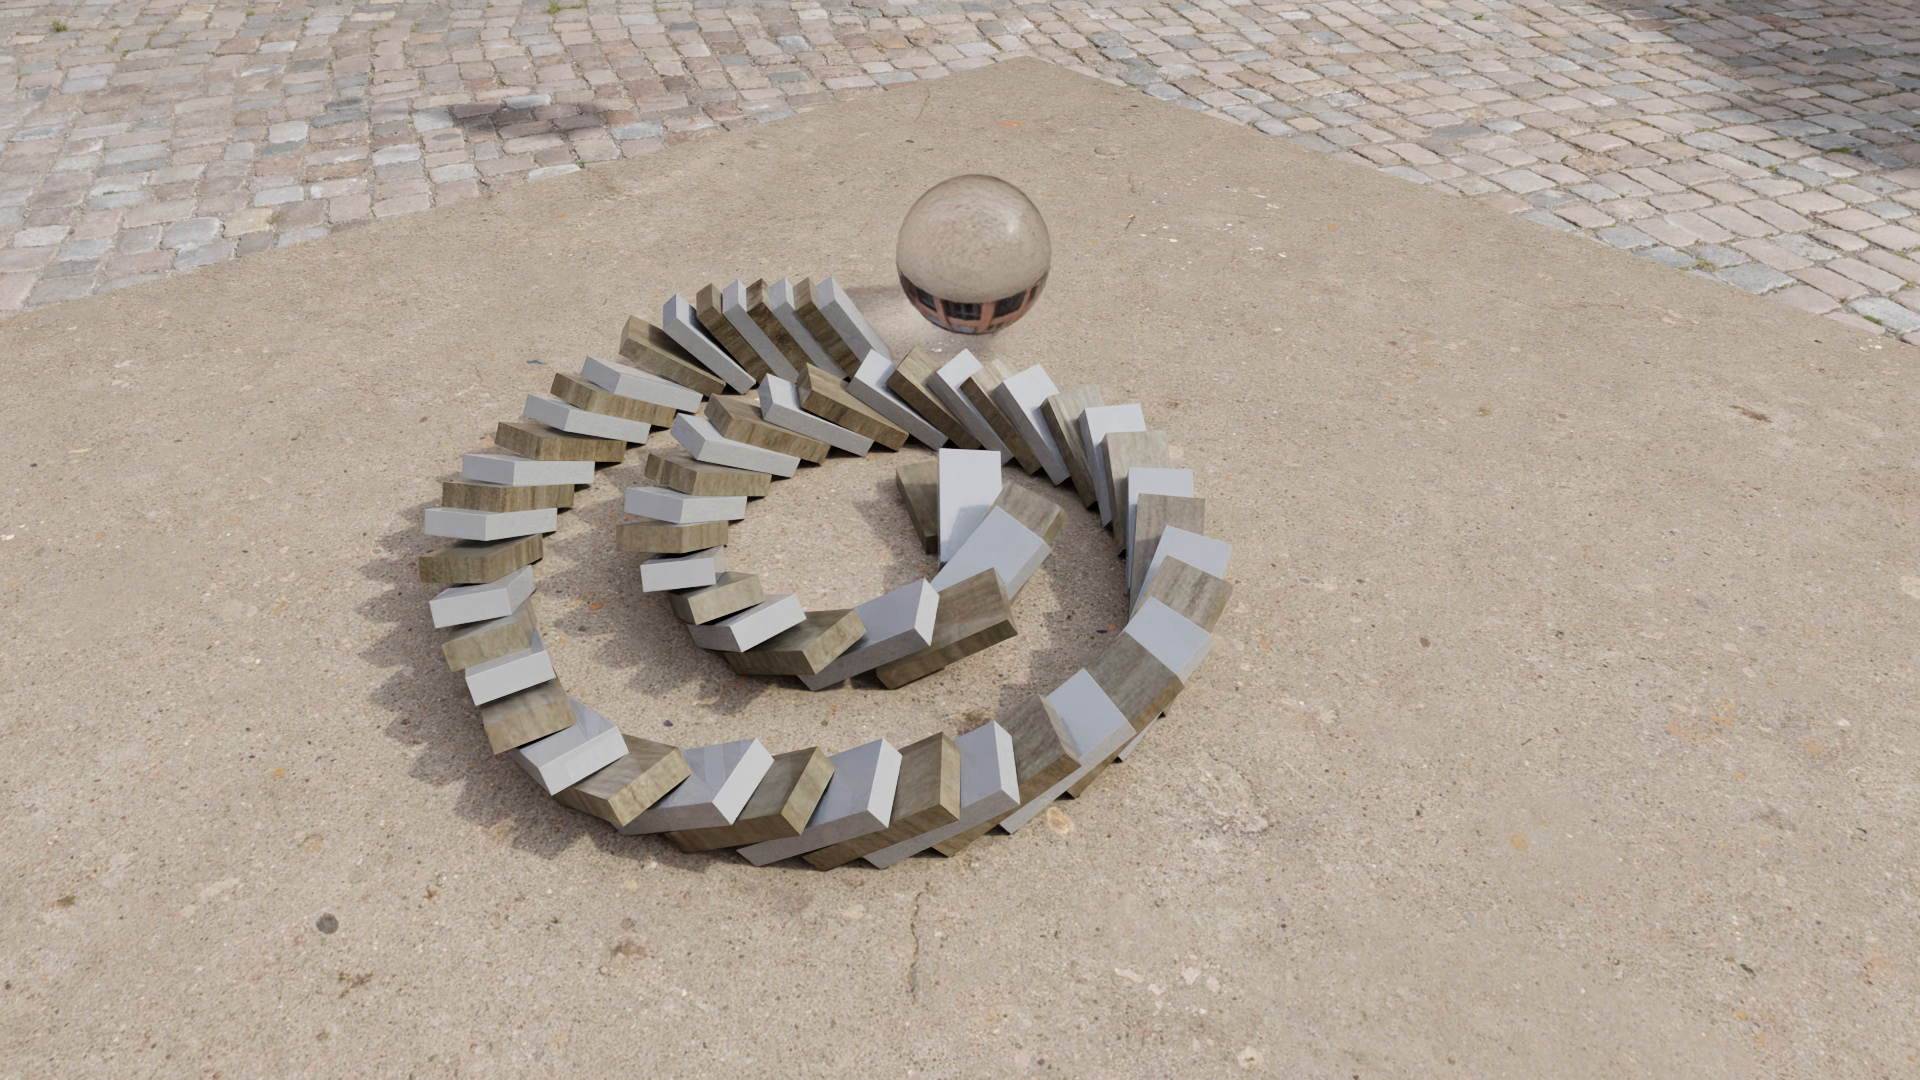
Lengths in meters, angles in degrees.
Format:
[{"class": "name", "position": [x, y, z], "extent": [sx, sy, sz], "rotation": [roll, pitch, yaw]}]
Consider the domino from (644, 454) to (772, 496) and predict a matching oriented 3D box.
[{"class": "domino", "position": [-0.104, -0.027, 0.456], "extent": [0.025, 0.010, 0.050], "rotation": [21, 10, 23]}]

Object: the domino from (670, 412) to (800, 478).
[{"class": "domino", "position": [-0.096, -0.040, 0.472], "extent": [0.050, 0.010, 0.025], "rotation": [9, 24, -48]}]

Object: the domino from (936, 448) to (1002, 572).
[{"class": "domino", "position": [0.004, -0.012, 0.440], "extent": [0.025, 0.010, 0.050], "rotation": [2, 65, -7]}]

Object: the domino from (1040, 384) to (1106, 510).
[{"class": "domino", "position": [0.056, -0.040, 0.472], "extent": [0.025, 0.010, 0.050], "rotation": [-18, 77, -21]}]

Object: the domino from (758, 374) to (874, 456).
[{"class": "domino", "position": [-0.064, -0.056, 0.491], "extent": [0.050, 0.010, 0.025], "rotation": [19, 30, -30]}]

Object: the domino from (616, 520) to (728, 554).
[{"class": "domino", "position": [-0.110, -0.002, 0.423], "extent": [0.025, 0.010, 0.050], "rotation": [2, 4, 7]}]

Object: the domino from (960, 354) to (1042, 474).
[{"class": "domino", "position": [0.025, -0.056, 0.489], "extent": [0.050, 0.009, 0.025], "rotation": [52, 50, 0]}]

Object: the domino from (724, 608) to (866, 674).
[{"class": "domino", "position": [-0.058, 0.035, 0.380], "extent": [0.050, 0.010, 0.025], "rotation": [-8, 25, 48]}]

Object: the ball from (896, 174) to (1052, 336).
[{"class": "ball", "position": [0.007, -0.146, 0.566], "extent": [0.080, 0.080, 0.080], "rotation": [0, 39, 0]}]

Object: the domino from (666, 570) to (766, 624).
[{"class": "domino", "position": [-0.089, 0.020, 0.397], "extent": [0.025, 0.009, 0.050], "rotation": [-19, 7, -22]}]

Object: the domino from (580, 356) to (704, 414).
[{"class": "domino", "position": [-0.147, -0.072, 0.509], "extent": [0.025, 0.010, 0.050], "rotation": [28, 10, 30]}]

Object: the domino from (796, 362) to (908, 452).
[{"class": "domino", "position": [-0.048, -0.060, 0.494], "extent": [0.050, 0.010, 0.025], "rotation": [23, 28, -29]}]

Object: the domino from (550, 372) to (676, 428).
[{"class": "domino", "position": [-0.156, -0.063, 0.498], "extent": [0.025, 0.009, 0.050], "rotation": [25, 9, 28]}]

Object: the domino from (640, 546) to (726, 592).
[{"class": "domino", "position": [-0.102, 0.010, 0.410], "extent": [0.025, 0.010, 0.050], "rotation": [-6, 6, -7]}]

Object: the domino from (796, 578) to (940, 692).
[{"class": "domino", "position": [-0.032, 0.033, 0.383], "extent": [0.050, 0.009, 0.025], "rotation": [-23, 33, 24]}]

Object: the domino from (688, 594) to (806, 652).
[{"class": "domino", "position": [-0.076, 0.029, 0.386], "extent": [0.025, 0.009, 0.050], "rotation": [-28, 11, -28]}]

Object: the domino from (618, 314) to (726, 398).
[{"class": "domino", "position": [-0.137, -0.088, 0.528], "extent": [0.050, 0.009, 0.025], "rotation": [25, 28, -27]}]

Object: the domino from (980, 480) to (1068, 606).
[{"class": "domino", "position": [0.016, 0.005, 0.416], "extent": [0.025, 0.009, 0.050], "rotation": [29, 81, 27]}]

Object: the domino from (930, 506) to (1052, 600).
[{"class": "domino", "position": [0.007, 0.014, 0.404], "extent": [0.025, 0.009, 0.050], "rotation": [38, 86, 31]}]

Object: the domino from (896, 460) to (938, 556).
[{"class": "domino", "position": [-0.009, -0.015, 0.462], "extent": [0.025, 0.009, 0.050], "rotation": [-11, 41, -13]}]

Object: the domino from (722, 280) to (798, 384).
[{"class": "domino", "position": [-0.096, -0.100, 0.536], "extent": [0.010, 0.050, 0.025], "rotation": [-30, 38, 13]}]

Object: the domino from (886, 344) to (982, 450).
[{"class": "domino", "position": [-0.008, -0.064, 0.498], "extent": [0.050, 0.010, 0.025], "rotation": [40, 41, -10]}]

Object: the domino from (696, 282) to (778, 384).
[{"class": "domino", "position": [-0.108, -0.099, 0.534], "extent": [0.010, 0.050, 0.025], "rotation": [-32, 39, 12]}]

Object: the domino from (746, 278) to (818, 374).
[{"class": "domino", "position": [-0.085, -0.101, 0.537], "extent": [0.009, 0.050, 0.025], "rotation": [-30, 38, 13]}]

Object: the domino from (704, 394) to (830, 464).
[{"class": "domino", "position": [-0.084, -0.048, 0.481], "extent": [0.050, 0.009, 0.025], "rotation": [13, 22, -41]}]

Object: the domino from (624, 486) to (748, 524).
[{"class": "domino", "position": [-0.109, -0.014, 0.440], "extent": [0.025, 0.009, 0.050], "rotation": [12, 7, 16]}]

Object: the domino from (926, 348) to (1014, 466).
[{"class": "domino", "position": [0.011, -0.060, 0.494], "extent": [0.050, 0.010, 0.025], "rotation": [47, 49, -4]}]

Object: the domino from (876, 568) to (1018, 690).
[{"class": "domino", "position": [-0.006, 0.031, 0.387], "extent": [0.050, 0.009, 0.025], "rotation": [-25, 44, 11]}]

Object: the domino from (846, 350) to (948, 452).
[{"class": "domino", "position": [-0.025, -0.064, 0.502], "extent": [0.050, 0.010, 0.025], "rotation": [33, 40, -10]}]

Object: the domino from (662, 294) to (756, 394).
[{"class": "domino", "position": [-0.121, -0.094, 0.531], "extent": [0.010, 0.050, 0.025], "rotation": [-38, 38, 16]}]

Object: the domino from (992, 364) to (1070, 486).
[{"class": "domino", "position": [0.038, -0.051, 0.482], "extent": [0.025, 0.010, 0.050], "rotation": [-31, 85, -38]}]
